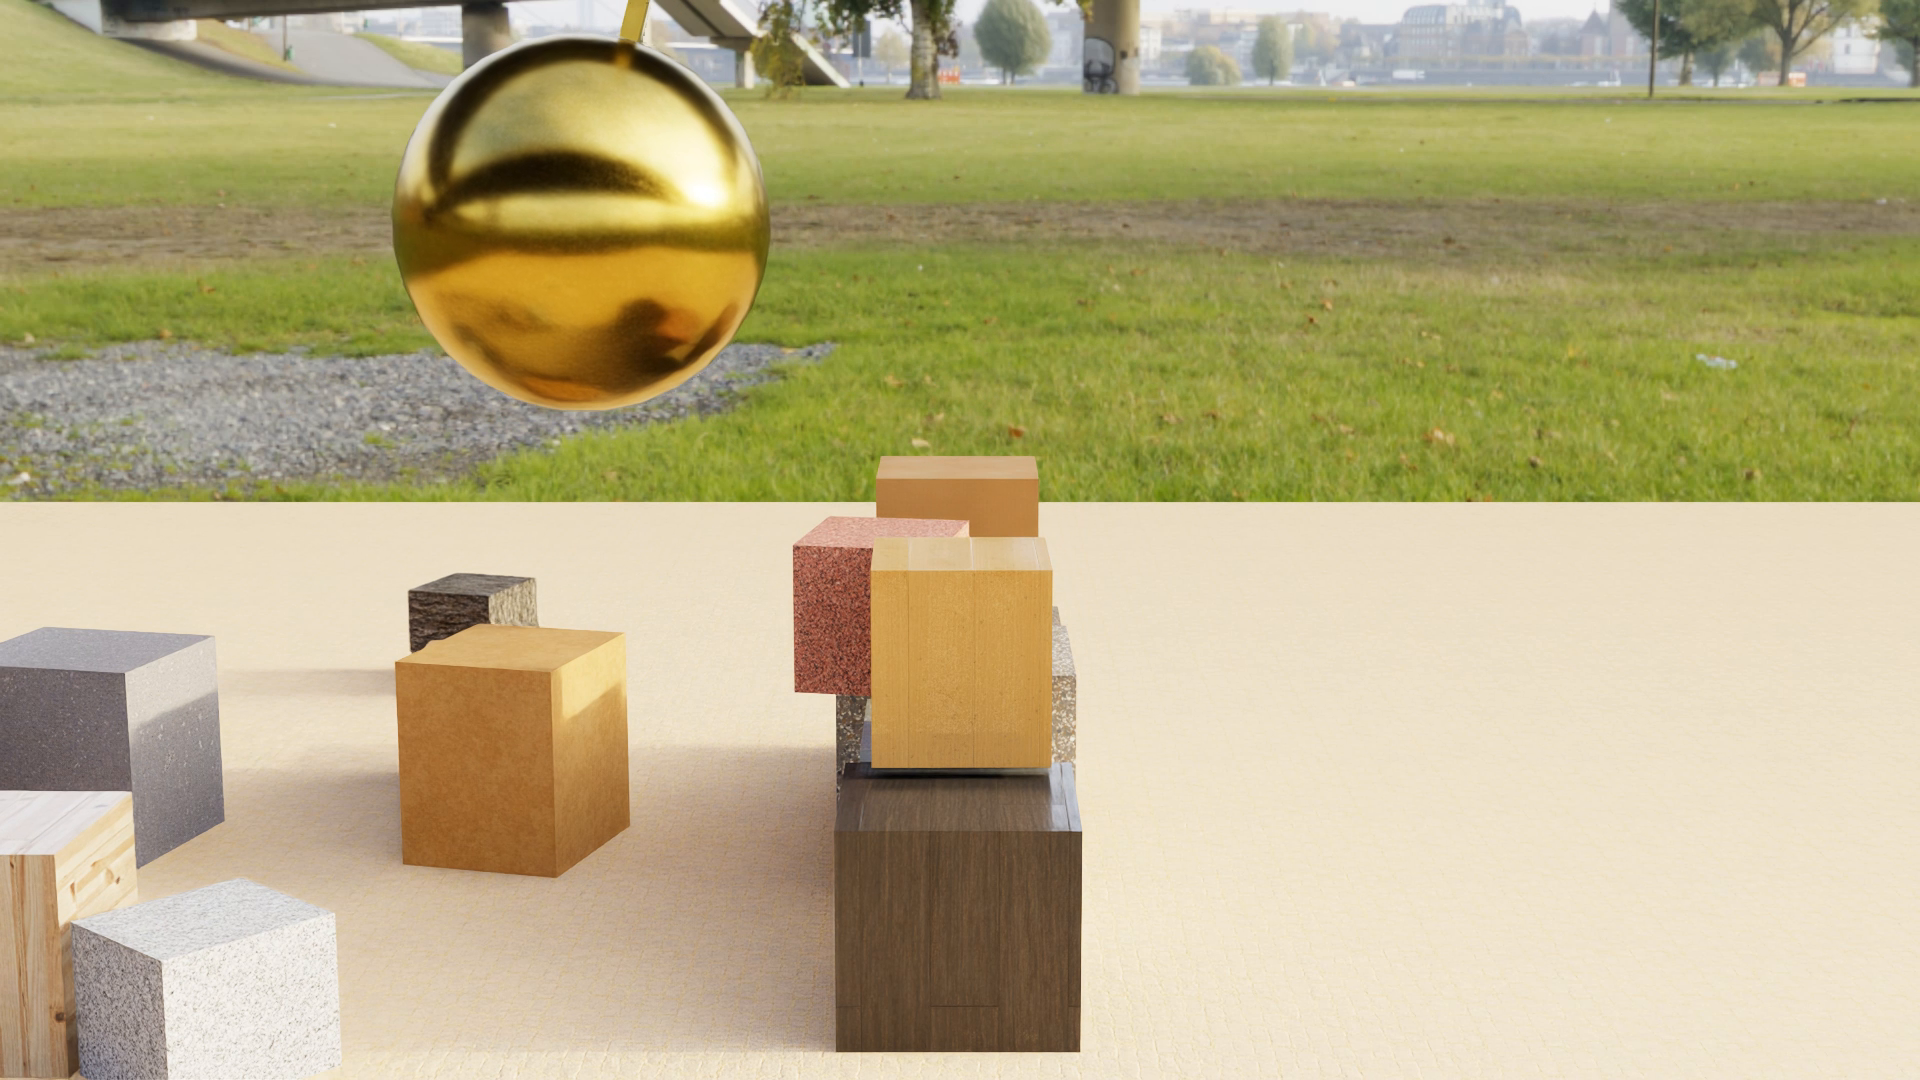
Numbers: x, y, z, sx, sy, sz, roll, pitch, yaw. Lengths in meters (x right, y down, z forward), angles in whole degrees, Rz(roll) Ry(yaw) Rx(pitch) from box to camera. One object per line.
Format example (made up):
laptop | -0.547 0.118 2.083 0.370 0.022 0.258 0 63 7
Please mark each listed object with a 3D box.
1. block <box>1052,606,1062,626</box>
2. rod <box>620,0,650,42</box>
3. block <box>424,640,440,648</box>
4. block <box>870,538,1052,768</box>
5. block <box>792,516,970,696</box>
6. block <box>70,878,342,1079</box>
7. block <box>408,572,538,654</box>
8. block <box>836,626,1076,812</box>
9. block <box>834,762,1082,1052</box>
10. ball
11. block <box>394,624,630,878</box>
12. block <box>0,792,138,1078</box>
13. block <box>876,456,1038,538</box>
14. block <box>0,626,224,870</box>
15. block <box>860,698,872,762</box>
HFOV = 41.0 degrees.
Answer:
block | -0.013 0.845 12.429 0.998 0.891 0.858 0 10 0
rod | -0.696 -4.571 10.349 0.080 5.200 0.080 15 10 -3
block | -2.321 0.906 12.702 0.722 0.673 0.748 0 10 0
block | 0.003 0.431 10.116 0.689 0.770 0.705 0 10 -1
block | -0.324 0.274 10.839 0.616 0.622 0.664 2 11 10
block | -2.671 1.612 9.104 0.606 0.571 0.682 9 14 42
block | -2.836 0.540 14.984 0.525 0.577 0.572 3 11 18
block | -0.018 0.970 11.492 1.025 0.981 1.005 0 10 0
block | -0.006 1.369 9.705 0.889 0.835 0.932 0 10 0
ball | -1.606 -1.348 10.935 1.600 1.600 1.600 0 10 0
block | -2.033 0.945 11.753 0.749 0.935 0.834 3 11 15
block | -3.539 1.429 9.402 0.791 0.825 0.795 0 10 1
block | -0.011 0.025 12.323 0.755 0.759 0.716 0 10 0
block | -4.024 0.943 11.857 0.894 0.902 0.786 2 11 13
block | -0.017 1.185 10.584 0.755 0.882 0.842 0 10 0
